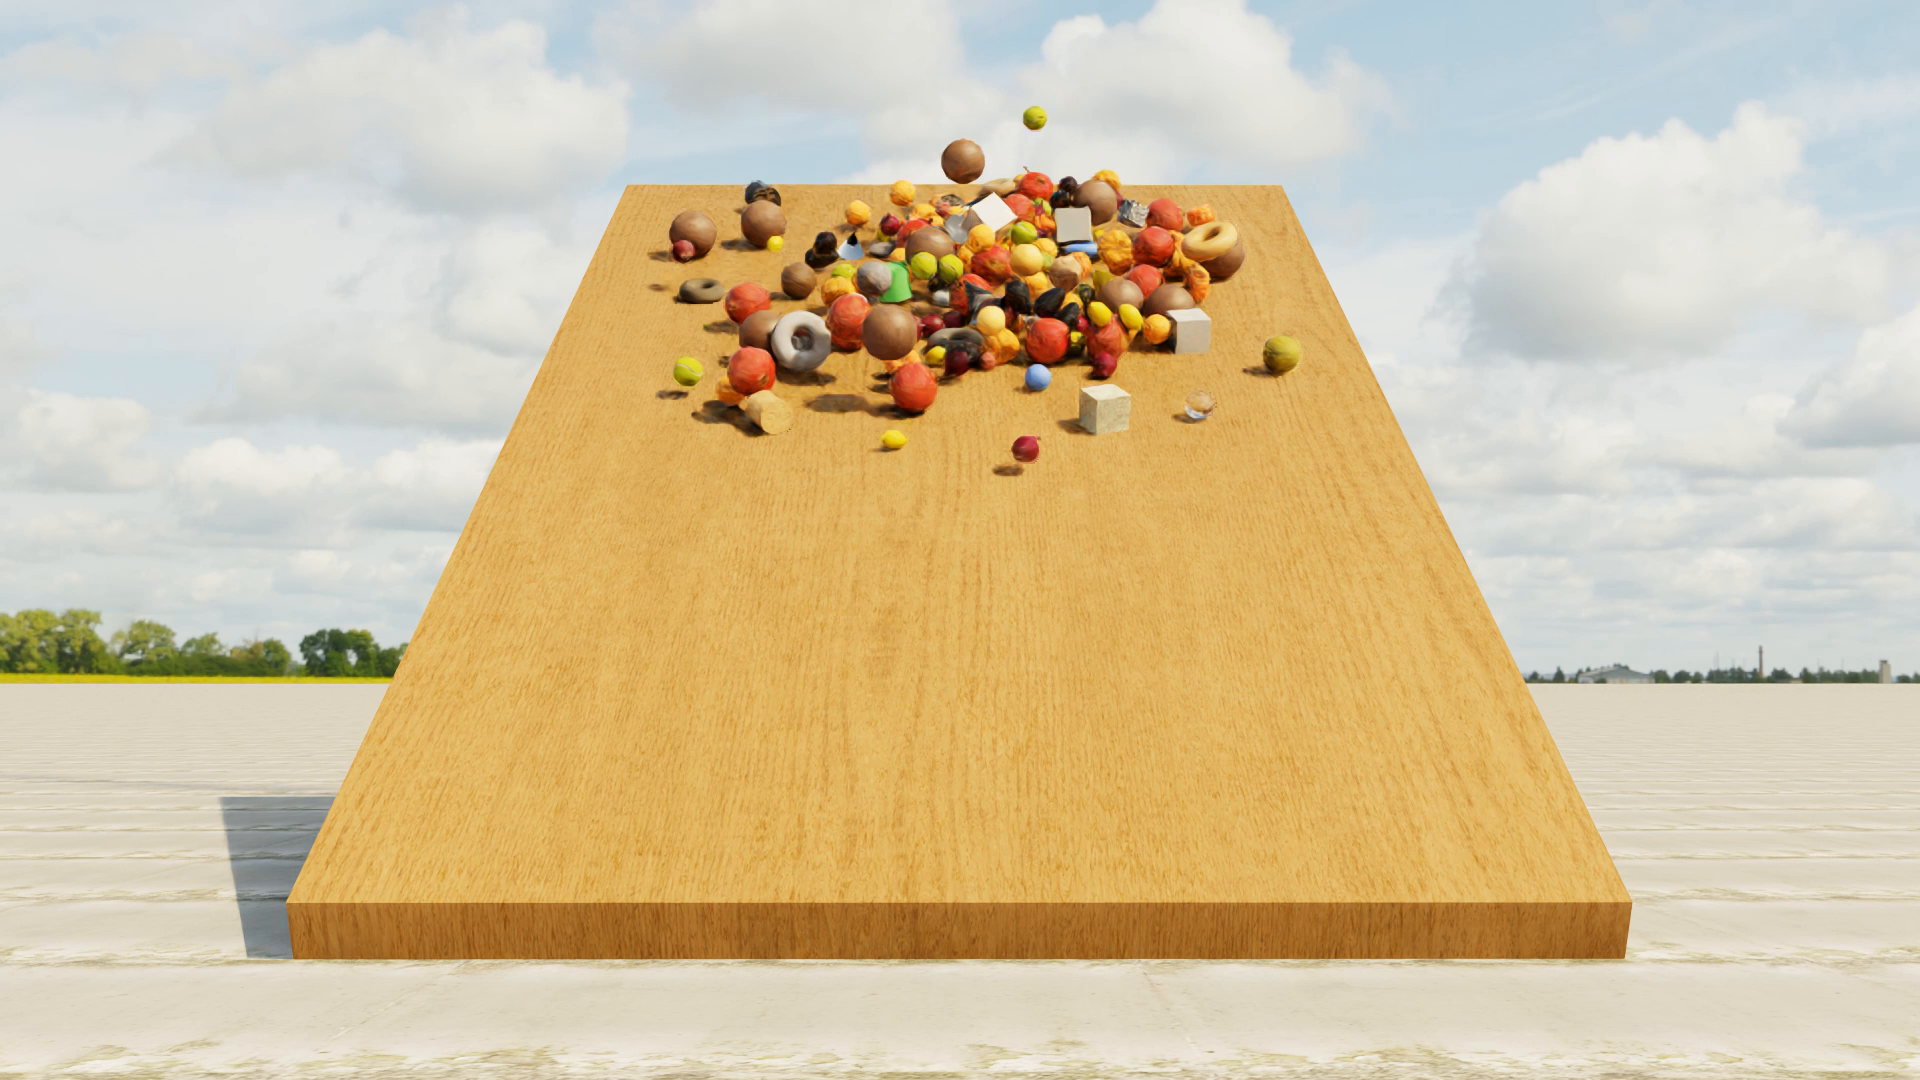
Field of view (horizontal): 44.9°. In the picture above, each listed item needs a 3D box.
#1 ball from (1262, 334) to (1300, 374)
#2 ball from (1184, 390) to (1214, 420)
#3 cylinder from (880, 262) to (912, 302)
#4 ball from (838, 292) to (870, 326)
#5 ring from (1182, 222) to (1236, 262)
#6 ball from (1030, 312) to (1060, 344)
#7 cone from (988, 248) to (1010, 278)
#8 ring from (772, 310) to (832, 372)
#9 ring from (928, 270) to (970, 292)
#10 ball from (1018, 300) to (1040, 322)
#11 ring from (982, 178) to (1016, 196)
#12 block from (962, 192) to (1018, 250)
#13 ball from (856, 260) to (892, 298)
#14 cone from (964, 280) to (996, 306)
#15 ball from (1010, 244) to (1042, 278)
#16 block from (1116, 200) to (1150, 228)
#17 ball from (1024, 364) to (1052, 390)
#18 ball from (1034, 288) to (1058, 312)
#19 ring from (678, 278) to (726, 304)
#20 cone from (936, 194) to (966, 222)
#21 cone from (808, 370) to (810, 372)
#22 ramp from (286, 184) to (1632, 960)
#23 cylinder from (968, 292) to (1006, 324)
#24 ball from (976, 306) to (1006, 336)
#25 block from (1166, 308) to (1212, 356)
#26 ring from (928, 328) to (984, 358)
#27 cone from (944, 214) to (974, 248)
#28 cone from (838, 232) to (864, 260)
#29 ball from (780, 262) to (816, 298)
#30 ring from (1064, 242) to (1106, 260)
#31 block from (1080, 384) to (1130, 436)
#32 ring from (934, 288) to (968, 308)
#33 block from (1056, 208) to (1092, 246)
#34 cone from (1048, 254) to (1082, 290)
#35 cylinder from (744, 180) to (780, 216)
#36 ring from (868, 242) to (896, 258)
[{"bbox_3d":[0.767,-0.444,5.557,0.091,0.091,0.091,0,-3,0],"label":"ball"},{"bbox_3d":[0.543,-0.305,5.274,0.066,0.066,0.066,0,-3,0],"label":"ball"},{"bbox_3d":[-0.173,-0.669,6.040,0.086,0.086,0.086,-8,19,3],"label":"cylinder"},{"bbox_3d":[-0.268,-0.584,5.878,0.081,0.081,0.081,0,-3,0],"label":"ball"},{"bbox_3d":[0.644,-0.773,6.015,0.150,0.050,0.150,-18,31,11],"label":"ring"},{"bbox_3d":[0.208,-0.525,5.755,0.075,0.075,0.075,0,-3,0],"label":"ball"},{"bbox_3d":[0.091,-0.757,6.241,0.077,0.077,0.077,-21,32,14],"label":"cone"},{"bbox_3d":[-0.377,-0.473,5.535,0.146,0.146,0.049,1,-3,-12],"label":"ring"},{"bbox_3d":[-0.030,-0.676,6.086,0.116,0.039,0.116,-14,-1,0],"label":"ring"},{"bbox_3d":[0.175,-0.573,5.834,0.056,0.056,0.056,0,-3,0],"label":"ball"},{"bbox_3d":[0.115,-1.059,6.991,0.106,0.035,0.106,-9,21,4],"label":"ring"},{"bbox_3d":[0.077,-0.850,6.210,0.092,0.092,0.092,-36,-10,-30],"label":"block"},{"bbox_3d":[-0.208,-0.634,5.649,0.088,0.088,0.088,0,-3,0],"label":"ball"},{"bbox_3d":[0.032,-0.615,5.772,0.081,0.081,0.081,-37,-7,-5],"label":"cone"},{"bbox_3d":[0.169,-0.712,5.925,0.085,0.085,0.085,0,-3,0],"label":"ball"},{"bbox_3d":[0.460,-0.868,6.199,0.054,0.054,0.054,23,-10,-33],"label":"block"},{"bbox_3d":[0.182,-0.380,5.445,0.062,0.062,0.062,0,-3,0],"label":"ball"},{"bbox_3d":[0.222,-0.616,5.980,0.060,0.060,0.060,0,-3,0],"label":"ball"},{"bbox_3d":[-0.674,-0.650,6.075,0.121,0.040,0.121,1,28,-1],"label":"ring"},{"bbox_3d":[-0.028,-0.918,6.611,0.090,0.090,0.090,0,-34,-3],"label":"cone"},{"bbox_3d":[-0.395,-0.441,5.607,0.090,0.090,0.090,1,-5,-21],"label":"cone"},{"bbox_3d":[-0.008,-0.228,5.301,2.000,0.100,4.000,0,24,0],"label":"ramp"},{"bbox_3d":[0.065,-0.553,5.602,0.076,0.076,0.076,12,-1,10],"label":"cylinder"},{"bbox_3d":[0.073,-0.512,5.436,0.070,0.070,0.070,0,-3,0],"label":"ball"},{"bbox_3d":[0.561,-0.512,5.713,0.086,0.086,0.086,-4,24,-10],"label":"block"},{"bbox_3d":[-0.010,-0.482,5.694,0.139,0.046,0.139,-1,24,0],"label":"ring"},{"bbox_3d":[-0.012,-0.829,6.396,0.097,0.097,0.097,1,-26,-20],"label":"cone"},{"bbox_3d":[-0.296,-0.818,6.386,0.072,0.072,0.072,1,-41,-10],"label":"cone"},{"bbox_3d":[-0.421,-0.677,6.070,0.096,0.096,0.096,0,-3,0],"label":"ball"},{"bbox_3d":[0.346,-0.796,6.392,0.116,0.039,0.116,-6,12,1],"label":"ring"},{"bbox_3d":[0.325,-0.293,5.224,0.084,0.084,0.084,-10,26,-22],"label":"block"},{"bbox_3d":[-0.023,-0.629,6.043,0.094,0.031,0.094,0,25,0],"label":"ring"},{"bbox_3d":[0.315,-0.865,6.417,0.090,0.090,0.090,-2,0,9],"label":"block"},{"bbox_3d":[0.278,-0.663,5.787,0.089,0.089,0.089,1,9,-20],"label":"cone"},{"bbox_3d":[-0.579,-1.001,6.813,0.083,0.083,0.083,2,21,-28],"label":"cylinder"},{"bbox_3d":[-0.215,-0.802,6.437,0.078,0.026,0.078,-2,24,1],"label":"ring"}]
